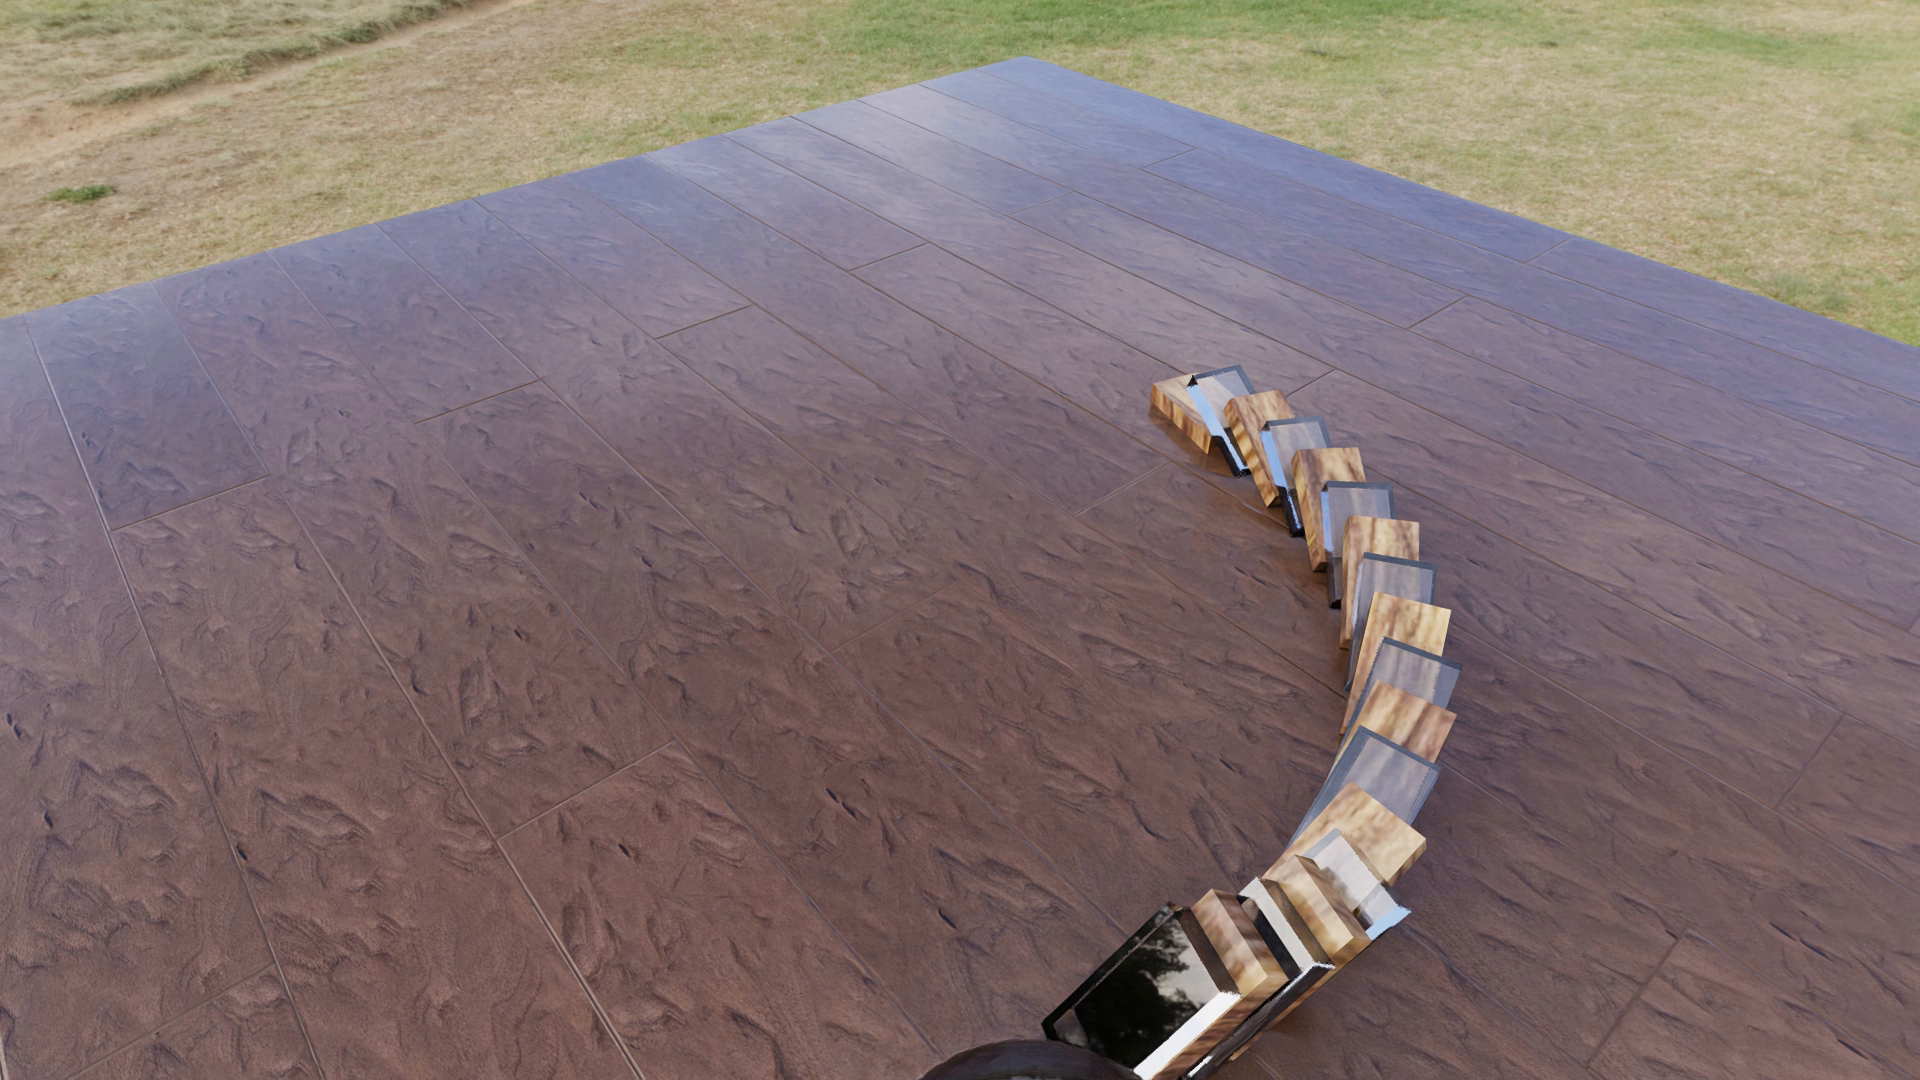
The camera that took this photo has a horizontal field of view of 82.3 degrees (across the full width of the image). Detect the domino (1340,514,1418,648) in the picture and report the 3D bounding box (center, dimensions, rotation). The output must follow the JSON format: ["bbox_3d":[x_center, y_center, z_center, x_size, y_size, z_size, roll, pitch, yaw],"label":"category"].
[{"bbox_3d":[0.155,0.016,0.407,0.025,0.009,0.050,7,66,8],"label":"domino"}]

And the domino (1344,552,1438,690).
[{"bbox_3d":[0.152,0.031,0.389,0.025,0.010,0.050,11,67,13],"label":"domino"}]

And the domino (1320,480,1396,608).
[{"bbox_3d":[0.155,0.002,0.424,0.025,0.010,0.050,3,66,3],"label":"domino"}]

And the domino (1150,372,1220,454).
[{"bbox_3d":[0.114,-0.060,0.517,0.025,0.010,0.050,-15,42,-18],"label":"domino"}]

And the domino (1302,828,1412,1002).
[{"bbox_3d":[0.091,0.103,0.292,0.050,0.010,0.025,-47,43,13],"label":"domino"}]

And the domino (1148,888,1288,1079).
[{"bbox_3d":[0.056,0.114,0.276,0.010,0.050,0.025,25,23,-38],"label":"domino"}]

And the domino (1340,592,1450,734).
[{"bbox_3d":[0.147,0.045,0.372,0.025,0.009,0.050,15,68,17],"label":"domino"}]

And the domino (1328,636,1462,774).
[{"bbox_3d":[0.140,0.059,0.355,0.025,0.010,0.050,21,70,24],"label":"domino"}]

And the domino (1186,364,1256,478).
[{"bbox_3d":[0.125,-0.054,0.493,0.025,0.010,0.050,-15,66,-18],"label":"domino"}]

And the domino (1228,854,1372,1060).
[{"bbox_3d":[0.078,0.108,0.284,0.010,0.050,0.025,25,23,-38],"label":"domino"}]

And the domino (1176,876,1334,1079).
[{"bbox_3d":[0.068,0.112,0.279,0.009,0.050,0.025,25,23,-38],"label":"domino"}]

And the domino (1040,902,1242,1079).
[{"bbox_3d":[0.044,0.117,0.273,0.010,0.050,0.025,25,23,-38],"label":"domino"}]

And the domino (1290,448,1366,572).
[{"bbox_3d":[0.151,-0.013,0.442,0.025,0.009,0.050,-2,66,-3],"label":"domino"}]

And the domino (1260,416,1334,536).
[{"bbox_3d":[0.145,-0.027,0.460,0.025,0.009,0.050,-6,66,-8],"label":"domino"}]

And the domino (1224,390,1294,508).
[{"bbox_3d":[0.136,-0.040,0.477,0.025,0.010,0.050,-11,65,-14],"label":"domino"}]

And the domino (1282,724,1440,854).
[{"bbox_3d":[0.118,0.083,0.325,0.025,0.009,0.050,28,74,30],"label":"domino"}]

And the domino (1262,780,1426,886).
[{"bbox_3d":[0.104,0.095,0.310,0.050,0.010,0.025,-44,52,-8],"label":"domino"}]

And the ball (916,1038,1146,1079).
[{"bbox_3d":[0.015,0.141,0.215,0.080,0.080,0.080,0,39,0],"label":"ball"}]

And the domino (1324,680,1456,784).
[{"bbox_3d":[0.130,0.071,0.340,0.025,0.010,0.050,25,72,27],"label":"domino"}]
